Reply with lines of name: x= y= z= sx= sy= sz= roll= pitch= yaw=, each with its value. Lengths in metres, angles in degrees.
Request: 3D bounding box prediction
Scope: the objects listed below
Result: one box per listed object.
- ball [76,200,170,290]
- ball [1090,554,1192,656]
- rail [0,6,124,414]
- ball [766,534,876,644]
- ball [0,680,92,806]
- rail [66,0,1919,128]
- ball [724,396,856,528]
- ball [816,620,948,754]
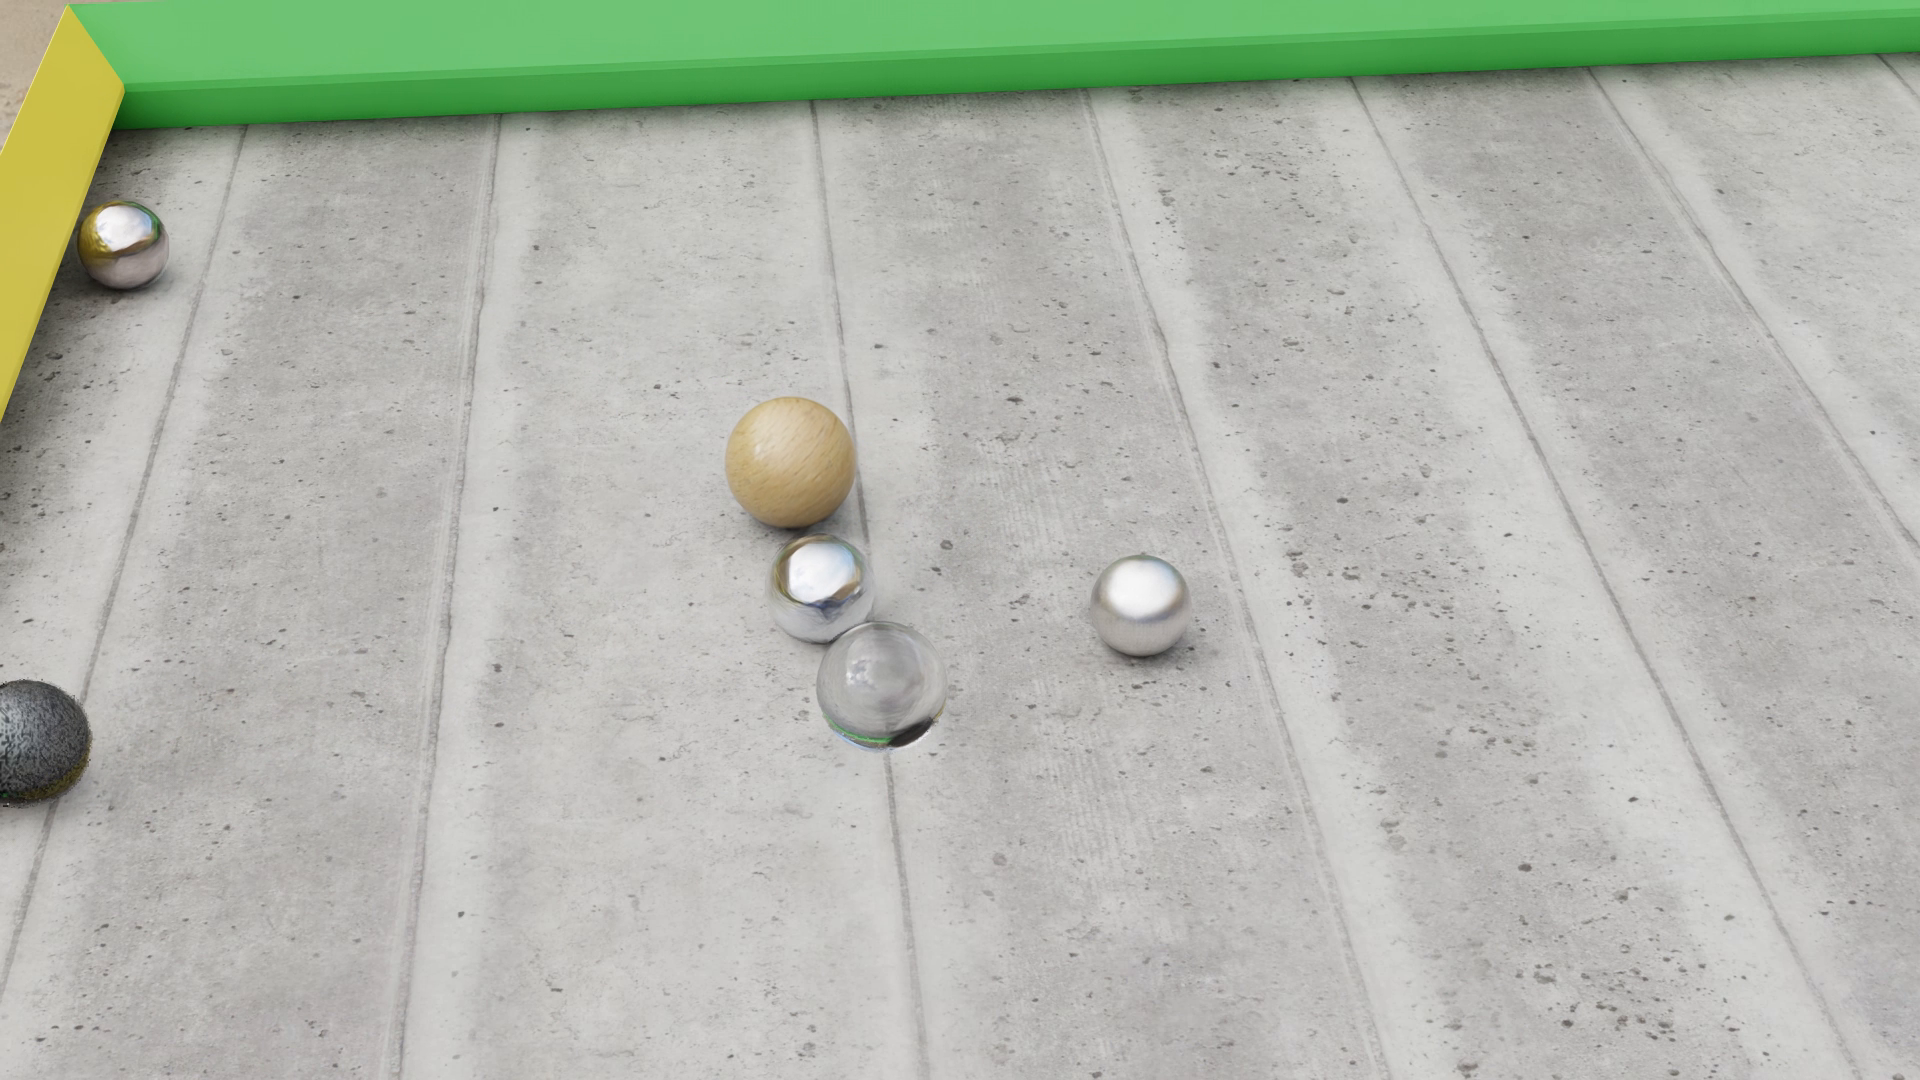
ball: x=-0.664 y=-0.234 z=2.037 sx=0.071 sy=0.071 sz=0.071 roll=0 pitch=36 yaw=0
ball: x=0.117 y=0.042 z=1.655 sx=0.066 sy=0.066 sz=0.066 roll=0 pitch=36 yaw=0
rail: x=-0.674 y=0.019 z=1.640 sx=0.045 sy=0.118 sz=1.499 roll=-3 pitch=36 yaw=-5
ball: x=-0.090 y=0.031 z=1.666 sx=0.071 sy=0.071 sz=0.071 roll=0 pitch=36 yaw=0
ball: x=-0.560 y=0.121 z=1.536 sx=0.076 sy=0.076 sz=0.076 roll=0 pitch=36 yaw=0
rail: x=0.626 y=-0.480 z=2.337 sx=2.803 sy=0.118 sz=0.045 roll=-3 pitch=36 yaw=-5
ball: x=-0.117 y=-0.053 z=1.767 sx=0.091 sy=0.091 sz=0.091 roll=0 pitch=36 yaw=0
ball: x=-0.048 y=0.090 z=1.575 sx=0.081 sy=0.081 sz=0.081 roll=0 pitch=36 yaw=0
